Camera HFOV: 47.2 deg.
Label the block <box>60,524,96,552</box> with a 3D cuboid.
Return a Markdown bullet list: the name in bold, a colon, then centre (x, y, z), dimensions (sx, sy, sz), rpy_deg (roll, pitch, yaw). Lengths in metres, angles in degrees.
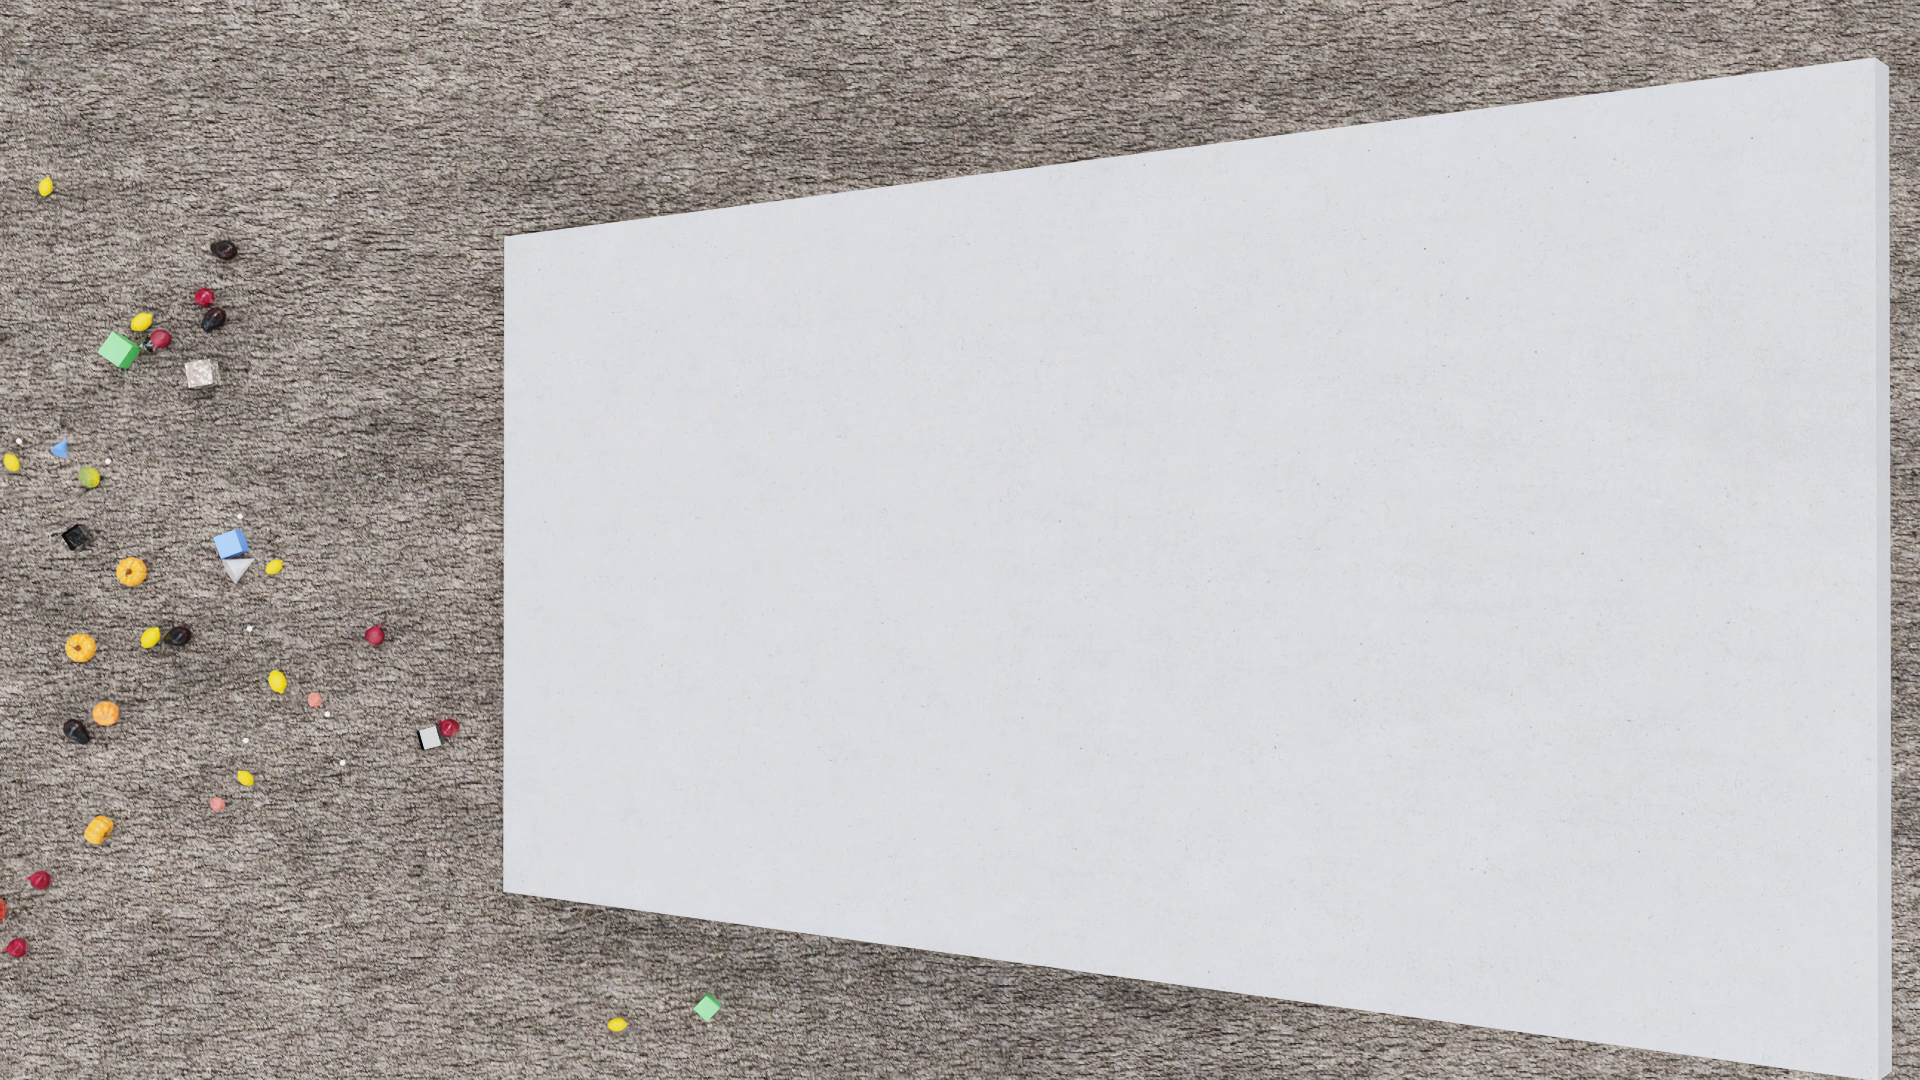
- **block**: centre (-2.714, -0.008, 6.768), dimensions (0.060, 0.060, 0.060), rpy_deg (-35, 90, 0)

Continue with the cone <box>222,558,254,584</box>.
- **cone**: centre (-2.212, 0.077, 6.778), dimensions (0.085, 0.085, 0.085), rpy_deg (-31, 90, -27)

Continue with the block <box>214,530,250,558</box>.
- **block**: centre (-2.240, 0.013, 6.763), dimensions (0.069, 0.069, 0.069), rpy_deg (-21, 90, 0)

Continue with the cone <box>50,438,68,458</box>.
- **cone**: centre (-2.767, -0.291, 6.788), dimensions (0.054, 0.054, 0.054), rpy_deg (18, 63, 0)

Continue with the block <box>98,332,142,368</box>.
- **block**: centre (-2.584, -0.583, 6.764), dimensions (0.077, 0.077, 0.077), rpy_deg (35, 90, 0)

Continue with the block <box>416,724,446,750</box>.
- **block**: centre (-1.627, 0.608, 6.763), dimensions (0.061, 0.061, 0.061), rpy_deg (-16, 90, 0)

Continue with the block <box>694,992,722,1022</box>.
- **block**: centre (-0.776, 1.435, 6.760), dimensions (0.056, 0.056, 0.056), rpy_deg (43, 90, 0)

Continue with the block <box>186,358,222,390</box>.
- **block**: centre (-2.327, -0.510, 6.764), dimensions (0.076, 0.076, 0.076), rpy_deg (-10, 90, 0)

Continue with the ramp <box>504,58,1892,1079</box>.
- **ramp**: centre (0.229, 0.065, 5.547), dimensions (4.000, 0.100, 2.000), rpy_deg (0, 89, 37)
